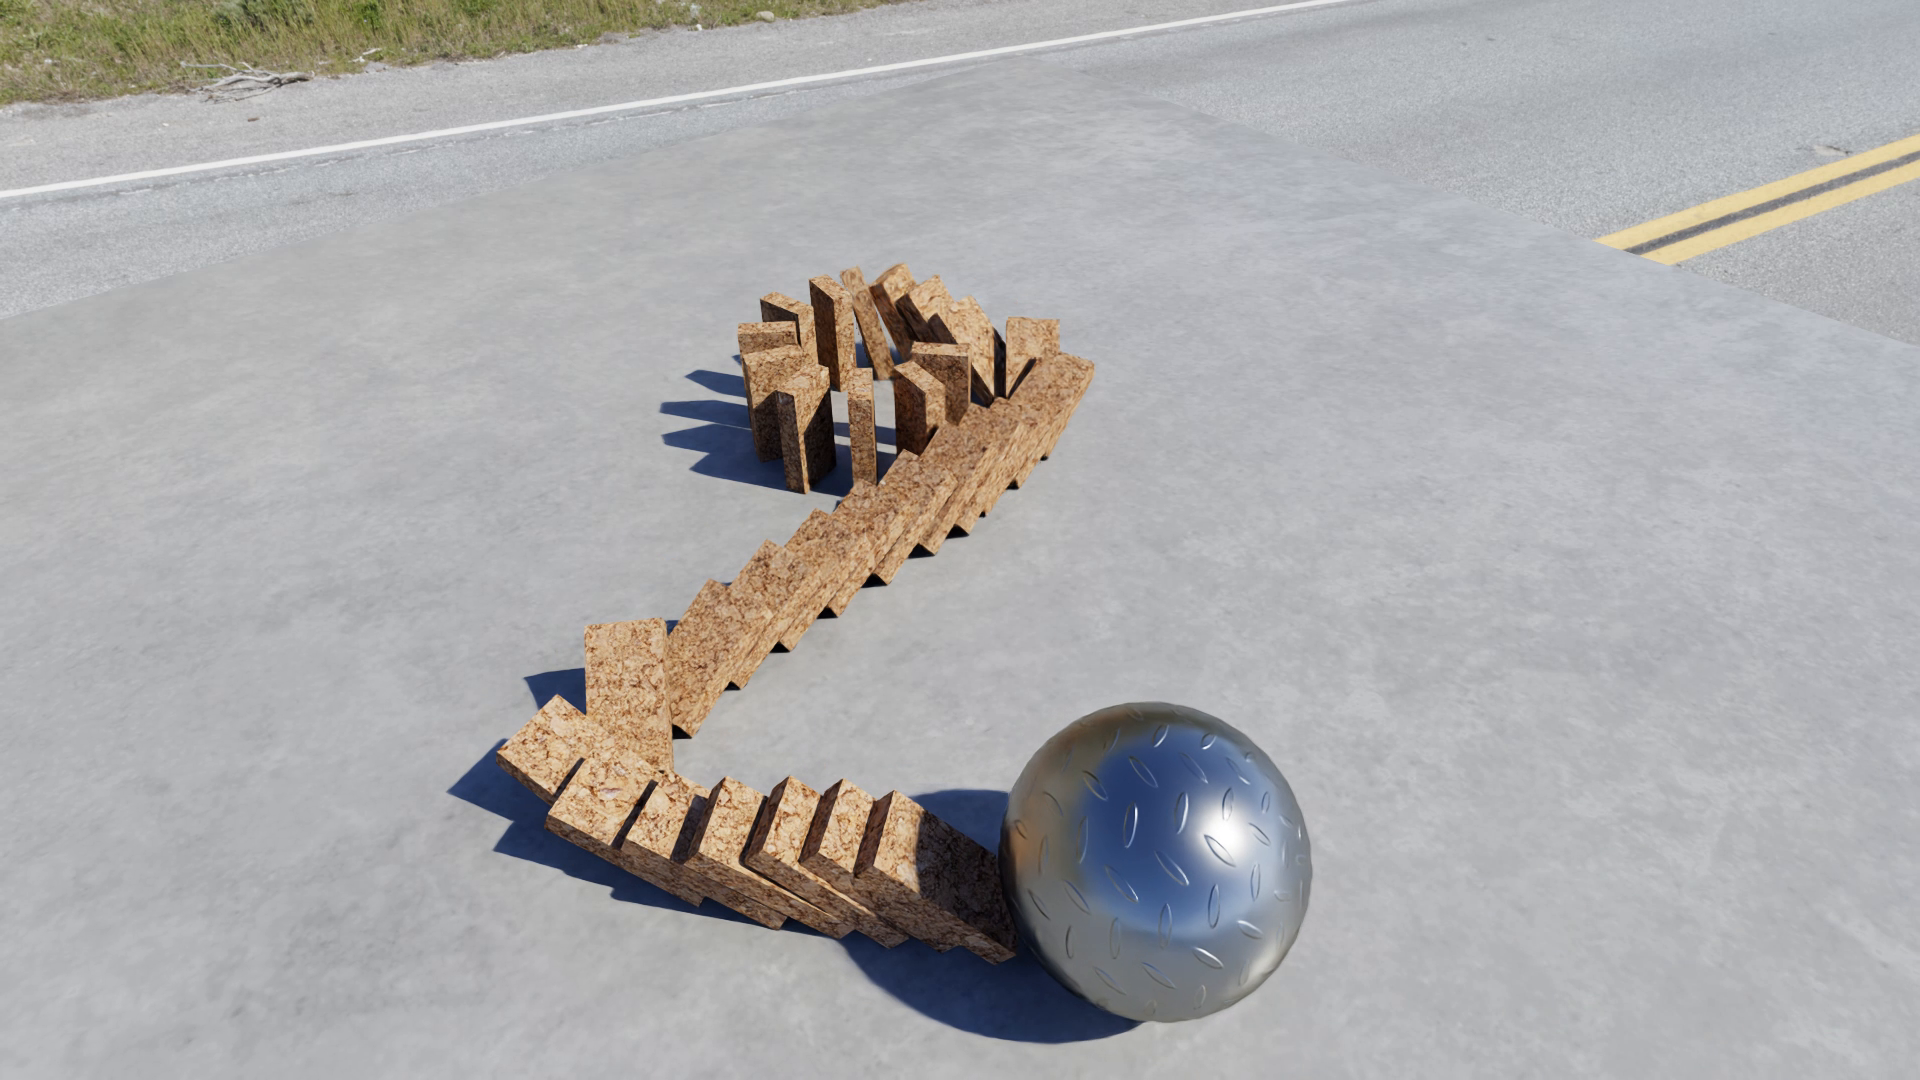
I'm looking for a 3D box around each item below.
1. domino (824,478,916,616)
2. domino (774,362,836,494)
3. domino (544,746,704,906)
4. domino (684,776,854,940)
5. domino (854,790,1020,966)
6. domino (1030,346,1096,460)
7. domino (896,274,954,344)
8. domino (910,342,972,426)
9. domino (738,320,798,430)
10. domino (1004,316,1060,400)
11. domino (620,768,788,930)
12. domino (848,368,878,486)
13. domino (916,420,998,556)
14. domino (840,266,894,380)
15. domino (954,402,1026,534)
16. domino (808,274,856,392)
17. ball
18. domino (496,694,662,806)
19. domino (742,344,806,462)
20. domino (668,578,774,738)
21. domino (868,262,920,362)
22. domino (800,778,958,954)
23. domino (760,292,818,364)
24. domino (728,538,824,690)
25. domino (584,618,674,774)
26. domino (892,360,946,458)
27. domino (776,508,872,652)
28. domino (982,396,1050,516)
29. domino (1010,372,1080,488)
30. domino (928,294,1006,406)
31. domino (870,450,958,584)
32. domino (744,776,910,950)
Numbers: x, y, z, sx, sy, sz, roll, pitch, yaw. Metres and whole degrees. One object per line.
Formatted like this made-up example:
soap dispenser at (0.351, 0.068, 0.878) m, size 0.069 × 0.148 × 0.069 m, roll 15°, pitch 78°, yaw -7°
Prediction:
domino at (-0.043, 0.002, 0.424) m, size 0.025 × 0.009 × 0.050 m, roll 28°, pitch 73°, yaw 29°
domino at (-0.065, -0.047, 0.469) m, size 0.009 × 0.050 × 0.025 m, roll 19°, pitch 43°, yaw 21°
domino at (-0.093, 0.084, 0.324) m, size 0.050 × 0.010 × 0.025 m, roll 29°, pitch 43°, yaw -4°
domino at (-0.050, 0.090, 0.311) m, size 0.050 × 0.009 × 0.025 m, roll 32°, pitch 39°, yaw -17°
domino at (-0.004, 0.094, 0.306) m, size 0.050 × 0.009 × 0.025 m, roll 37°, pitch 37°, yaw -17°
domino at (0.040, -0.063, 0.504) m, size 0.025 × 0.010 × 0.050 m, roll 22°, pitch 69°, yaw 22°
domino at (-0.008, -0.102, 0.540) m, size 0.010 × 0.050 × 0.025 m, roll -18°, pitch 19°, yaw 47°
domino at (-0.008, -0.063, 0.488) m, size 0.025 × 0.050 × 0.009 m, roll 5°, pitch 40°, yaw 6°
domino at (-0.086, -0.075, 0.503) m, size 0.025 × 0.050 × 0.009 m, roll -3°, pitch 39°, yaw -4°
domino at (0.034, -0.082, 0.525) m, size 0.025 × 0.009 × 0.050 m, roll 3°, pitch 68°, yaw 0°
domino at (-0.069, 0.089, 0.319) m, size 0.050 × 0.009 × 0.025 m, roll 28°, pitch 41°, yaw -5°
domino at (-0.041, -0.045, 0.466) m, size 0.009 × 0.050 × 0.025 m, roll -2°, pitch 39°, yaw -2°
domino at (-0.008, -0.022, 0.448) m, size 0.025 × 0.010 × 0.050 m, roll 28°, pitch 82°, yaw 28°
domino at (-0.045, -0.106, 0.540) m, size 0.009 × 0.050 × 0.025 m, roll -21°, pitch 42°, yaw -3°
domino at (0.004, -0.030, 0.458) m, size 0.025 × 0.010 × 0.050 m, roll 25°, pitch 80°, yaw 28°
domino at (-0.061, -0.100, 0.534) m, size 0.009 × 0.050 × 0.025 m, roll -23°, pitch 44°, yaw -25°
ball at (0.050, 0.082, 0.287) m, size 0.080 × 0.080 × 0.080 m, roll 0°, pitch 39°, yaw 0°
domino at (-0.113, 0.073, 0.337) m, size 0.050 × 0.010 × 0.025 m, roll 37°, pitch 50°, yaw 3°
domino at (-0.080, -0.060, 0.484) m, size 0.025 × 0.050 × 0.010 m, roll -15°, pitch 42°, yaw -17°
domino at (-0.089, 0.040, 0.380) m, size 0.025 × 0.010 × 0.050 m, roll 21°, pitch 67°, yaw 24°
domino at (-0.025, -0.109, 0.545) m, size 0.009 × 0.050 × 0.025 m, roll -8°, pitch 31°, yaw 35°
domino at (-0.019, 0.091, 0.308) m, size 0.050 × 0.009 × 0.025 m, roll 38°, pitch 37°, yaw -17°
domino at (-0.080, -0.090, 0.521) m, size 0.025 × 0.050 × 0.010 m, roll 27°, pitch 46°, yaw 29°
domino at (-0.074, 0.026, 0.396) m, size 0.025 × 0.010 × 0.050 m, roll 26°, pitch 70°, yaw 28°
domino at (-0.108, 0.052, 0.360) m, size 0.025 × 0.010 × 0.050 m, roll -6°, pitch 72°, yaw -7°
domino at (-0.017, -0.048, 0.471) m, size 0.009 × 0.050 × 0.025 m, roll -24°, pitch 45°, yaw -26°
domino at (-0.059, 0.014, 0.410) m, size 0.025 × 0.009 × 0.050 m, roll 27°, pitch 71°, yaw 29°
domino at (0.014, -0.036, 0.472) m, size 0.025 × 0.010 × 0.050 m, roll 26°, pitch 70°, yaw 28°
domino at (0.029, -0.049, 0.487) m, size 0.025 × 0.009 × 0.050 m, roll 27°, pitch 71°, yaw 27°
domino at (0.009, -0.092, 0.531) m, size 0.025 × 0.010 × 0.050 m, roll -35°, pitch 91°, yaw -35°
domino at (-0.025, -0.010, 0.437) m, size 0.025 × 0.010 × 0.050 m, roll 28°, pitch 76°, yaw 29°
domino at (-0.034, 0.091, 0.309) m, size 0.050 × 0.010 × 0.025 m, roll 37°, pitch 37°, yaw -17°
